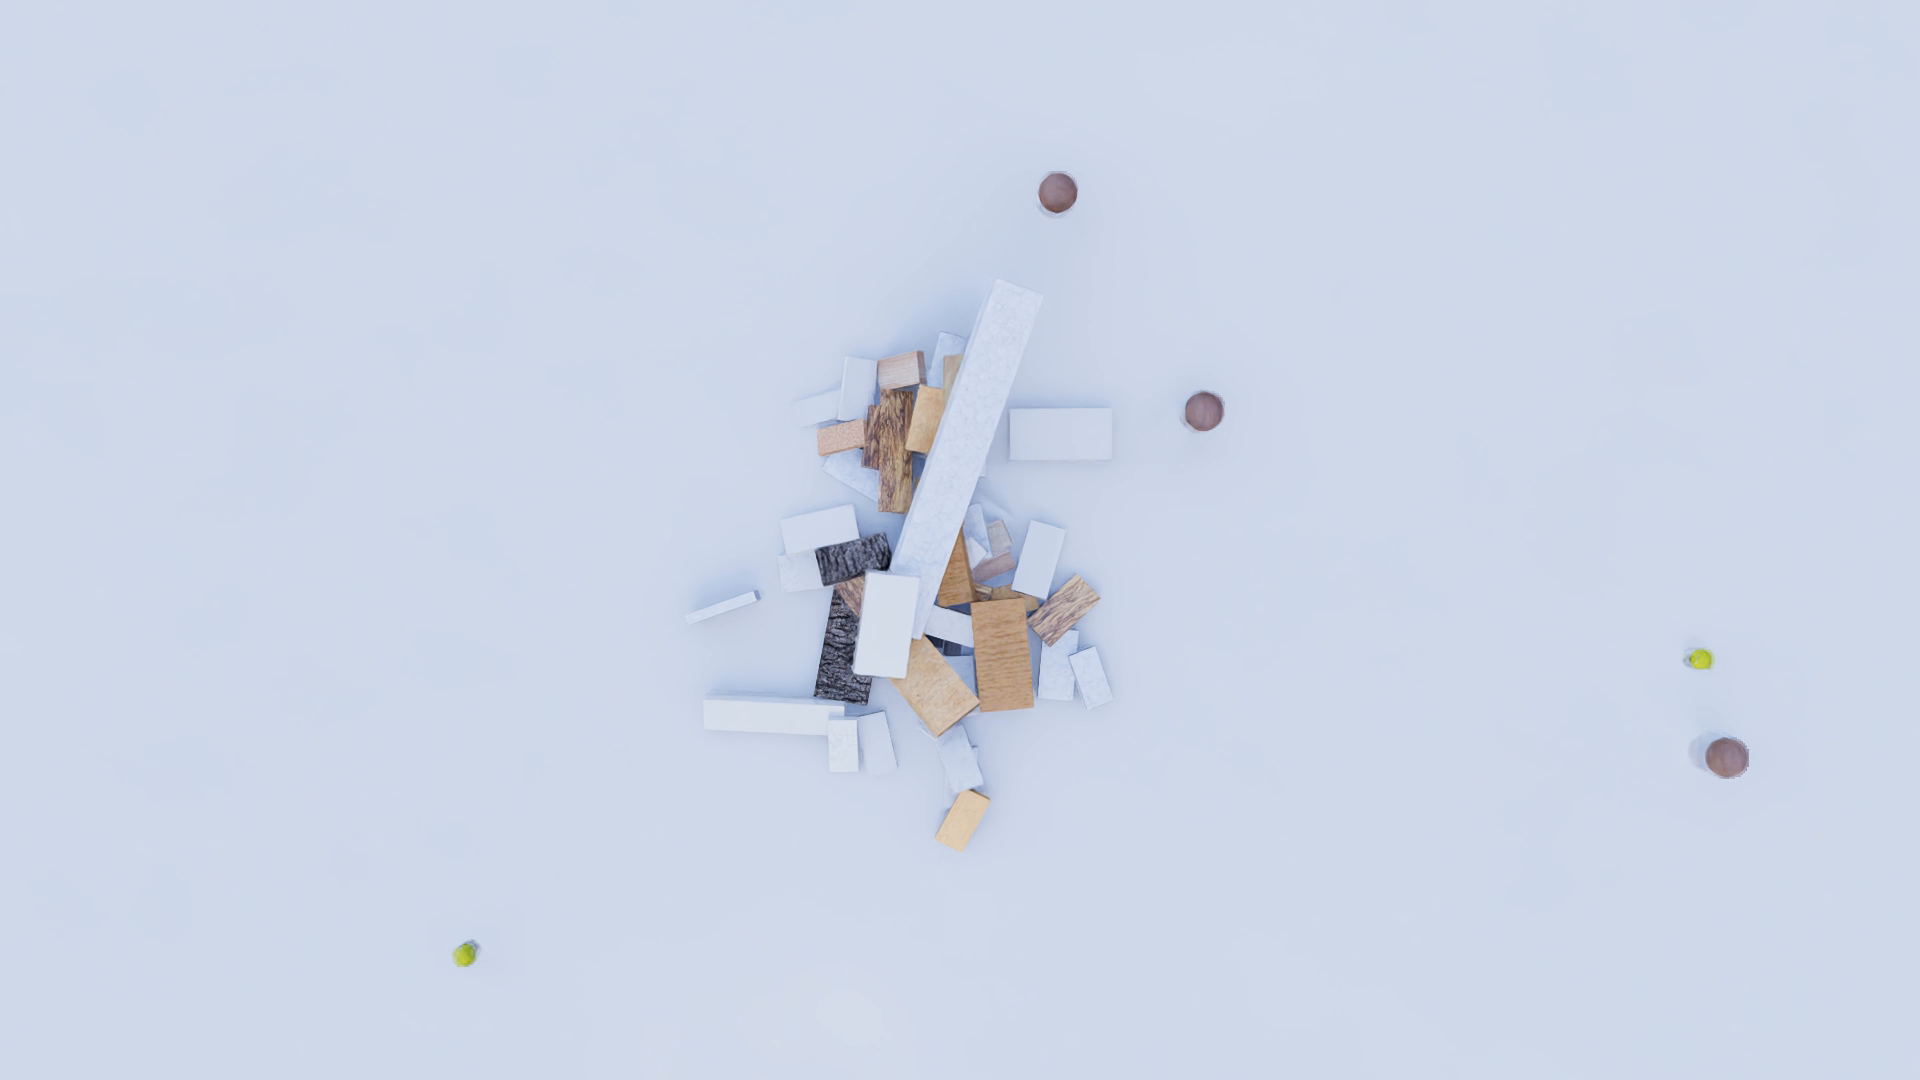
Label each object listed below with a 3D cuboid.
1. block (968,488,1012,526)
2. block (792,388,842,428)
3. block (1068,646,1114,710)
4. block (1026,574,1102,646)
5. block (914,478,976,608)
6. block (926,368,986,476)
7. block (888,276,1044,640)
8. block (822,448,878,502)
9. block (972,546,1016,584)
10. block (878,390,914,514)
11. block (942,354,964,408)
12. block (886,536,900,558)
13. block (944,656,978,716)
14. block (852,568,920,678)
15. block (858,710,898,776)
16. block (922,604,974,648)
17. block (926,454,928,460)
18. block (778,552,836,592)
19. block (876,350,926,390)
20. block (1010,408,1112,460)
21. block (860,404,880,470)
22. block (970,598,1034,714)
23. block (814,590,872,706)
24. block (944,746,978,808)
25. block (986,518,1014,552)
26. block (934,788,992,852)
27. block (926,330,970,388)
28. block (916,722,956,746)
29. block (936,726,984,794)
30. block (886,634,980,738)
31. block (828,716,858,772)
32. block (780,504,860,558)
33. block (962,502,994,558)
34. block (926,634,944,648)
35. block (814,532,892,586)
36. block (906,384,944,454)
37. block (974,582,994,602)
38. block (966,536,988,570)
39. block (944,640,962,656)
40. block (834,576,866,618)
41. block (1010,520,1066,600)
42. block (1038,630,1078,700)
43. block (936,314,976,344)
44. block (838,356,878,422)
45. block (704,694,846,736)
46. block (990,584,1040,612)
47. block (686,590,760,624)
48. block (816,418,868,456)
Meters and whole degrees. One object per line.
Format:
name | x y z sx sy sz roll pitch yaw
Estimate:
block | 0.078 -0.095 5.487 0.184 0.026 0.092 39 90 0
block | -0.465 -0.436 5.488 0.175 0.025 0.087 -16 90 0
block | 0.431 0.456 5.466 0.095 0.027 0.190 -21 96 -13
block | 0.343 0.233 5.461 0.234 0.033 0.117 -43 83 -8
block | -0.047 -0.002 5.419 0.121 0.034 0.431 -10 92 23
block | -0.012 -0.387 5.423 0.179 0.051 0.357 -3 101 1
block | -0.015 -0.251 5.283 0.169 0.048 1.184 16 100 -23
block | -0.321 -0.224 5.483 0.247 0.035 0.123 31 90 0
block | 0.101 0.087 5.489 0.154 0.022 0.077 -25 90 0
block | -0.211 -0.291 5.431 0.104 0.030 0.407 4 81 -19
block | -0.009 -0.389 5.284 0.087 0.025 0.414 -6 108 -17
block | -0.177 0.105 5.483 0.121 0.034 0.241 -10 90 0
block | 0.000 0.484 5.452 0.099 0.028 0.198 -3 71 -4
block | -0.239 0.270 5.301 0.169 0.048 0.338 6 102 -12
block | -0.277 0.675 5.486 0.099 0.028 0.198 -13 90 0
block | -0.017 0.285 5.460 0.202 0.029 0.101 16 99 -1
block | -0.049 -0.349 5.338 0.104 0.030 0.209 5 101 0
block | -0.475 0.099 5.483 0.246 0.035 0.123 -7 90 0
block | -0.192 -0.554 5.411 0.030 0.210 0.105 -6 90 -41
block | 0.335 -0.350 5.476 0.338 0.048 0.169 0 90 0
block | -0.261 -0.335 5.451 0.104 0.030 0.209 10 79 -18
block | 0.139 0.377 5.418 0.178 0.050 0.363 -5 91 -1
block | -0.364 0.358 5.475 0.178 0.050 0.356 11 90 0
block | 0.003 0.788 5.485 0.103 0.029 0.206 3 90 0
block | 0.074 0.007 5.465 0.184 0.026 0.092 -23 90 14
block | 0.009 0.923 5.462 0.103 0.029 0.206 27 101 -5
block | -0.023 -0.482 5.353 0.179 0.051 0.357 15 101 -2
block | -0.044 0.569 5.457 0.099 0.028 0.198 37 73 1
block | -0.006 0.724 5.441 0.103 0.029 0.206 -18 71 -8
block | -0.117 0.455 5.405 0.178 0.050 0.356 -36 76 -19
block | -0.386 0.676 5.455 0.095 0.027 0.190 -1 110 0
block | -0.463 -0.031 5.465 0.246 0.035 0.123 -12 73 0
block | 0.045 -0.024 5.442 0.092 0.026 0.184 -13 93 14
block | -0.079 0.298 5.492 0.059 0.017 0.118 7 90 0
block | -0.349 0.062 5.423 0.237 0.034 0.118 -16 69 2
block | -0.100 -0.385 5.280 0.105 0.030 0.210 8 102 -25
block | 0.046 0.172 5.463 0.118 0.017 0.059 14 90 15
block | -0.005 0.095 5.444 0.077 0.022 0.229 45 110 10
block | -0.022 0.327 5.492 0.059 0.017 0.118 5 90 0
block | -0.296 0.209 5.429 0.118 0.034 0.237 -39 84 -7
block | 0.260 0.067 5.464 0.121 0.034 0.241 17 81 0
block | 0.325 0.412 5.483 0.117 0.033 0.234 5 90 0
block | 0.005 -0.560 5.475 0.179 0.051 0.357 4 90 0
block | -0.339 -0.495 5.467 0.105 0.030 0.210 7 90 -21
block | -0.614 0.580 5.459 0.464 0.033 0.117 3 117 0
block | 0.153 0.203 5.486 0.202 0.029 0.101 -14 90 0
block | -0.780 0.222 5.441 0.237 0.118 0.034 -20 90 0
block | -0.388 -0.338 5.444 0.175 0.025 0.087 -12 73 22
